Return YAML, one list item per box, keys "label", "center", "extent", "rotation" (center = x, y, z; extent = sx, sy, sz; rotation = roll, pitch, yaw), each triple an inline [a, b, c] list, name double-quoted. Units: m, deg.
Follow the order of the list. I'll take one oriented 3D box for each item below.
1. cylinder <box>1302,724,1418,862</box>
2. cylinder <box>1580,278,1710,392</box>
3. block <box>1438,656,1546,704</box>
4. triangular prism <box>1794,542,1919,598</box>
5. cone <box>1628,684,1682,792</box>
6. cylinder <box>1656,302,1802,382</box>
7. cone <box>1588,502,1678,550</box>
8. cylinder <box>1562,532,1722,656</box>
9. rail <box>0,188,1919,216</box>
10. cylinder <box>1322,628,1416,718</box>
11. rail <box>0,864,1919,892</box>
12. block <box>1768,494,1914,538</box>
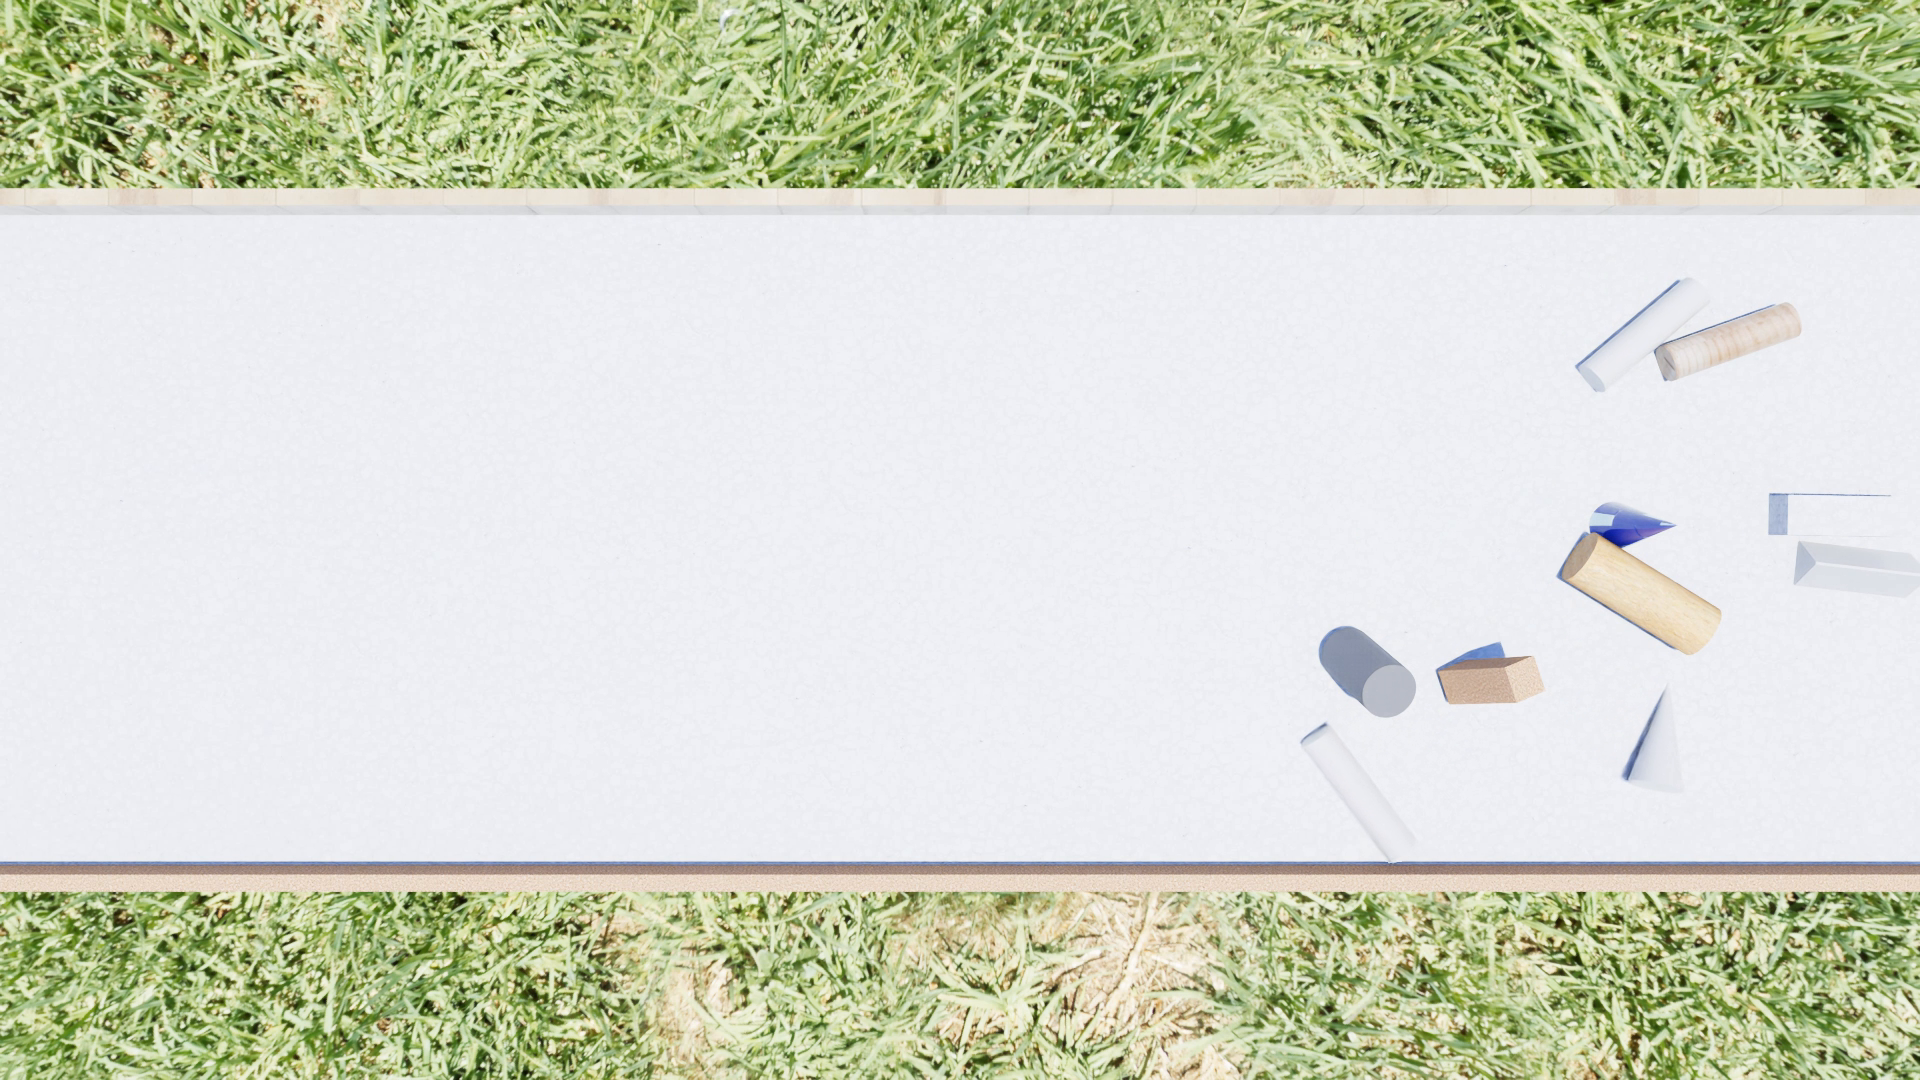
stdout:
- label: "cylinder"
  center: [1.217, 0.769, 5.022]
  extent: [0.109, 0.109, 0.437]
  rotation: [-37, 90, 0]
- label: "cylinder"
  center: [2.085, -0.625, 5.023]
  extent: [0.417, 0.107, 0.107]
  rotation: [-40, 90, 0]
- label: "block"
  center: [1.578, 0.419, 4.907]
  extent: [0.108, 0.322, 0.108]
  rotation: [-18, 90, -20]
- label: "triangular prism"
  center: [2.743, 0.090, 5.014]
  extent: [0.344, 0.117, 0.136]
  rotation: [7, 90, 0]
- label: "cone"
  center: [2.144, 0.589, 5.038]
  extent: [0.158, 0.158, 0.333]
  rotation: [13, 77, 0]
- label: "cylinder"
  center: [2.338, -0.603, 5.020]
  extent: [0.401, 0.114, 0.114]
  rotation: [-19, 90, 0]
- label: "cone"
  center: [2.013, -0.041, 4.850]
  extent: [0.154, 0.454, 0.154]
  rotation: [0, 90, 0]
- label: "cylinder"
  center: [2.061, 0.163, 4.992]
  extent: [0.436, 0.169, 0.169]
  rotation: [32, 90, 0]
- label: "rail"
  center: [-2.247, -1.025, 5.002]
  extent: [12.000, 0.150, 0.050]
  rotation: [0, 90, 0]
- label: "cylinder"
  center: [1.211, 0.391, 4.901]
  extent: [0.165, 0.314, 0.165]
  rotation: [-3, 107, -9]
- label: "rail"
  center: [-2.247, 1.025, 5.001]
  extent: [12.000, 0.150, 0.050]
  rotation: [0, 90, 0]
- label: "block"
  center: [2.676, -0.072, 5.016]
  extent: [0.376, 0.120, 0.120]
  rotation: [1, 90, 0]
